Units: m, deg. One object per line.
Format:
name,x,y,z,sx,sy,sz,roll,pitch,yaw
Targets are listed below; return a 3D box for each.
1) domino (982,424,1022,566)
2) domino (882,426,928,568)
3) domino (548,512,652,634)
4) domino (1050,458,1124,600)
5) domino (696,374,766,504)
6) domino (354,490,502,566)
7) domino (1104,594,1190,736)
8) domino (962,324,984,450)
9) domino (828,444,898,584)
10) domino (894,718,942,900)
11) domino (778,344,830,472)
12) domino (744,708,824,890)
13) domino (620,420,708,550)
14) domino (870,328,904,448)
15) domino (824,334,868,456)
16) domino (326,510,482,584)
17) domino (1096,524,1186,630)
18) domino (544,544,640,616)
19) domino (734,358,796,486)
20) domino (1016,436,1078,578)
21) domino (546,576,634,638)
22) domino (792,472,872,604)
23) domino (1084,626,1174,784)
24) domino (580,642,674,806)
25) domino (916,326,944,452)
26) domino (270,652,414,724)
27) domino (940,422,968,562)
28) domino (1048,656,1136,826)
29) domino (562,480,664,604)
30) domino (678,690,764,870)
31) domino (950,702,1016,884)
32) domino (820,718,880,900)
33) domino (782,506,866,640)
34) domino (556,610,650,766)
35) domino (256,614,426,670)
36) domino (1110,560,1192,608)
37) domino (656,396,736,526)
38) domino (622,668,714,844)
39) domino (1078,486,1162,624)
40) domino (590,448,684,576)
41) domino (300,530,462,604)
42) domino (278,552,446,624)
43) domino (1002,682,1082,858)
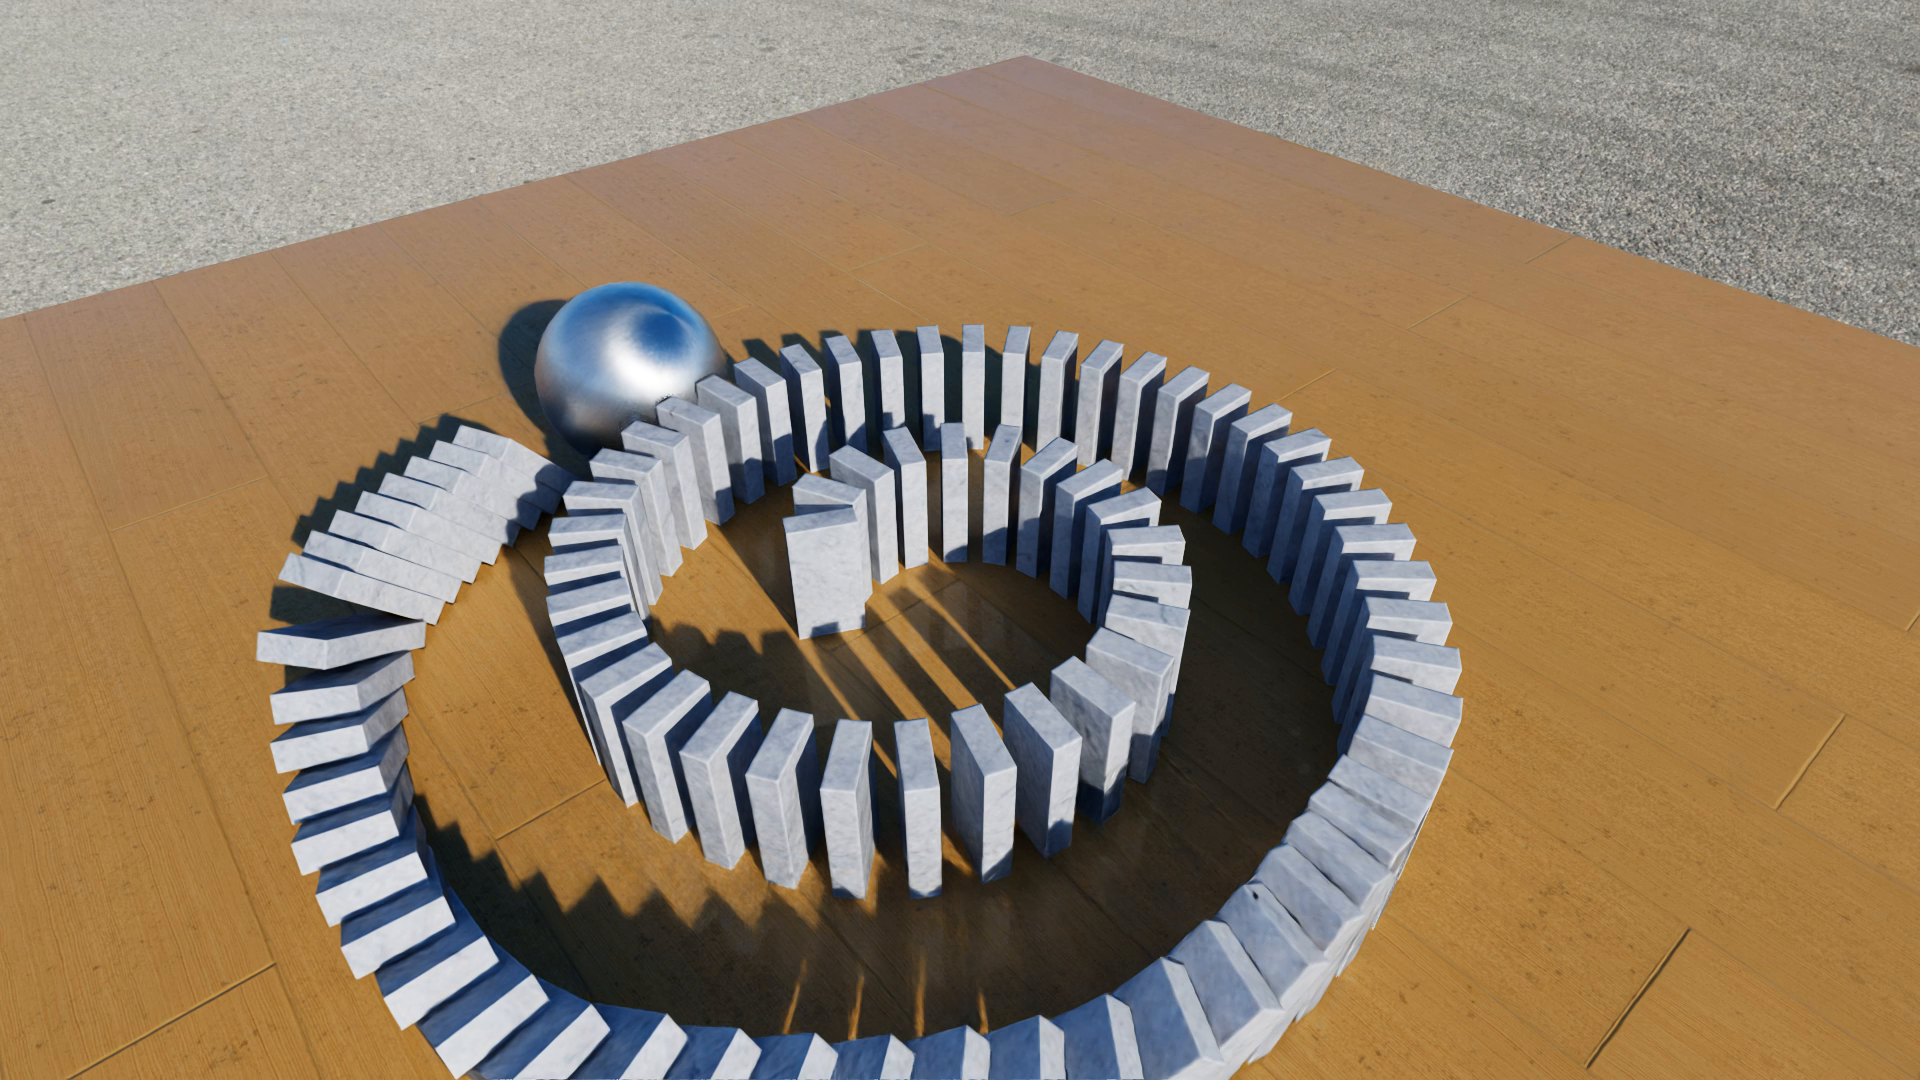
domino,0.017,-0.017,0.433,0.010,0.050,0.025,9,40,10
domino,-0.021,-0.016,0.431,0.010,0.050,0.025,-12,41,-15
domino,-0.128,0.014,0.395,0.025,0.050,0.010,-4,39,-5
domino,0.047,-0.004,0.416,0.025,0.050,0.009,-28,47,-30
domino,-0.096,-0.042,0.462,0.025,0.050,0.010,30,48,27
domino,-0.202,-0.004,0.420,0.025,0.050,0.010,14,78,17
domino,0.059,0.042,0.361,0.025,0.050,0.009,11,41,13
domino,0.006,-0.069,0.495,0.009,0.050,0.025,0,39,0
domino,-0.037,-0.009,0.423,0.025,0.050,0.010,30,48,31
domino,-0.012,0.078,0.317,0.010,0.050,0.025,-6,40,-7
domino,-0.068,-0.057,0.482,0.009,0.050,0.025,-19,43,-22
domino,-0.050,0.076,0.319,0.010,0.050,0.025,10,40,12
domino,-0.117,-0.021,0.438,0.025,0.050,0.009,17,42,19
domino,-0.032,-0.066,0.492,0.010,0.050,0.025,-9,40,-10
domino,-0.050,-0.062,0.488,0.009,0.050,0.025,-13,41,-15
domino,-0.206,0.003,0.411,0.025,0.050,0.009,14,79,17
domino,0.063,0.018,0.390,0.025,0.050,0.010,-4,39,-4
domino,-0.125,0.026,0.380,0.025,0.050,0.010,-10,40,-12
domino,-0.084,-0.051,0.473,0.009,0.050,0.025,-29,47,-31
domino,0.034,-0.012,0.426,0.009,0.050,0.025,26,46,28
domino,-0.119,0.037,0.366,0.025,0.050,0.009,-15,42,-17
domino,-0.047,0.001,0.411,0.025,0.050,0.010,16,42,19
domino,0.051,0.053,0.347,0.025,0.050,0.009,22,44,24
domino,-0.099,0.058,0.341,0.025,0.050,0.009,-30,48,-31
domino,-0.013,-0.068,0.494,0.010,0.050,0.025,-5,40,-5
domino,-0.203,0.048,0.365,0.025,0.010,0.050,-6,7,-8
domino,-0.002,-0.018,0.434,0.009,0.050,0.025,-2,39,-2
domino,0.039,0.062,0.336,0.009,0.050,0.025,-29,47,-31
domino,-0.128,0.002,0.409,0.025,0.050,0.009,4,40,5
domino,-0.068,0.071,0.324,0.010,0.050,0.025,16,42,18
domino,0.006,0.074,0.321,0.009,0.050,0.025,-14,41,-17
domino,-0.031,0.078,0.316,0.009,0.050,0.025,4,40,5
domino,-0.048,0.012,0.396,0.025,0.050,0.009,-10,40,-12
domino,-0.110,0.048,0.353,0.025,0.050,0.010,-20,44,-23
domino,-0.212,0.034,0.379,0.025,0.009,0.050,6,4,9
domino,0.063,0.030,0.375,0.025,0.050,0.010,4,40,5
domino,-0.108,-0.032,0.450,0.025,0.050,0.009,22,44,24
domino,-0.084,0.066,0.331,0.010,0.050,0.025,23,45,25
domino,0.058,0.006,0.404,0.025,0.050,0.009,-17,42,-20
domino,-0.124,-0.010,0.424,0.025,0.050,0.009,11,41,14
domino,-0.210,0.010,0.402,0.025,0.050,0.010,14,79,17
domino,-0.212,0.018,0.393,0.025,0.050,0.010,14,79,17
domino,0.023,0.069,0.327,0.010,0.050,0.025,-21,44,-24
